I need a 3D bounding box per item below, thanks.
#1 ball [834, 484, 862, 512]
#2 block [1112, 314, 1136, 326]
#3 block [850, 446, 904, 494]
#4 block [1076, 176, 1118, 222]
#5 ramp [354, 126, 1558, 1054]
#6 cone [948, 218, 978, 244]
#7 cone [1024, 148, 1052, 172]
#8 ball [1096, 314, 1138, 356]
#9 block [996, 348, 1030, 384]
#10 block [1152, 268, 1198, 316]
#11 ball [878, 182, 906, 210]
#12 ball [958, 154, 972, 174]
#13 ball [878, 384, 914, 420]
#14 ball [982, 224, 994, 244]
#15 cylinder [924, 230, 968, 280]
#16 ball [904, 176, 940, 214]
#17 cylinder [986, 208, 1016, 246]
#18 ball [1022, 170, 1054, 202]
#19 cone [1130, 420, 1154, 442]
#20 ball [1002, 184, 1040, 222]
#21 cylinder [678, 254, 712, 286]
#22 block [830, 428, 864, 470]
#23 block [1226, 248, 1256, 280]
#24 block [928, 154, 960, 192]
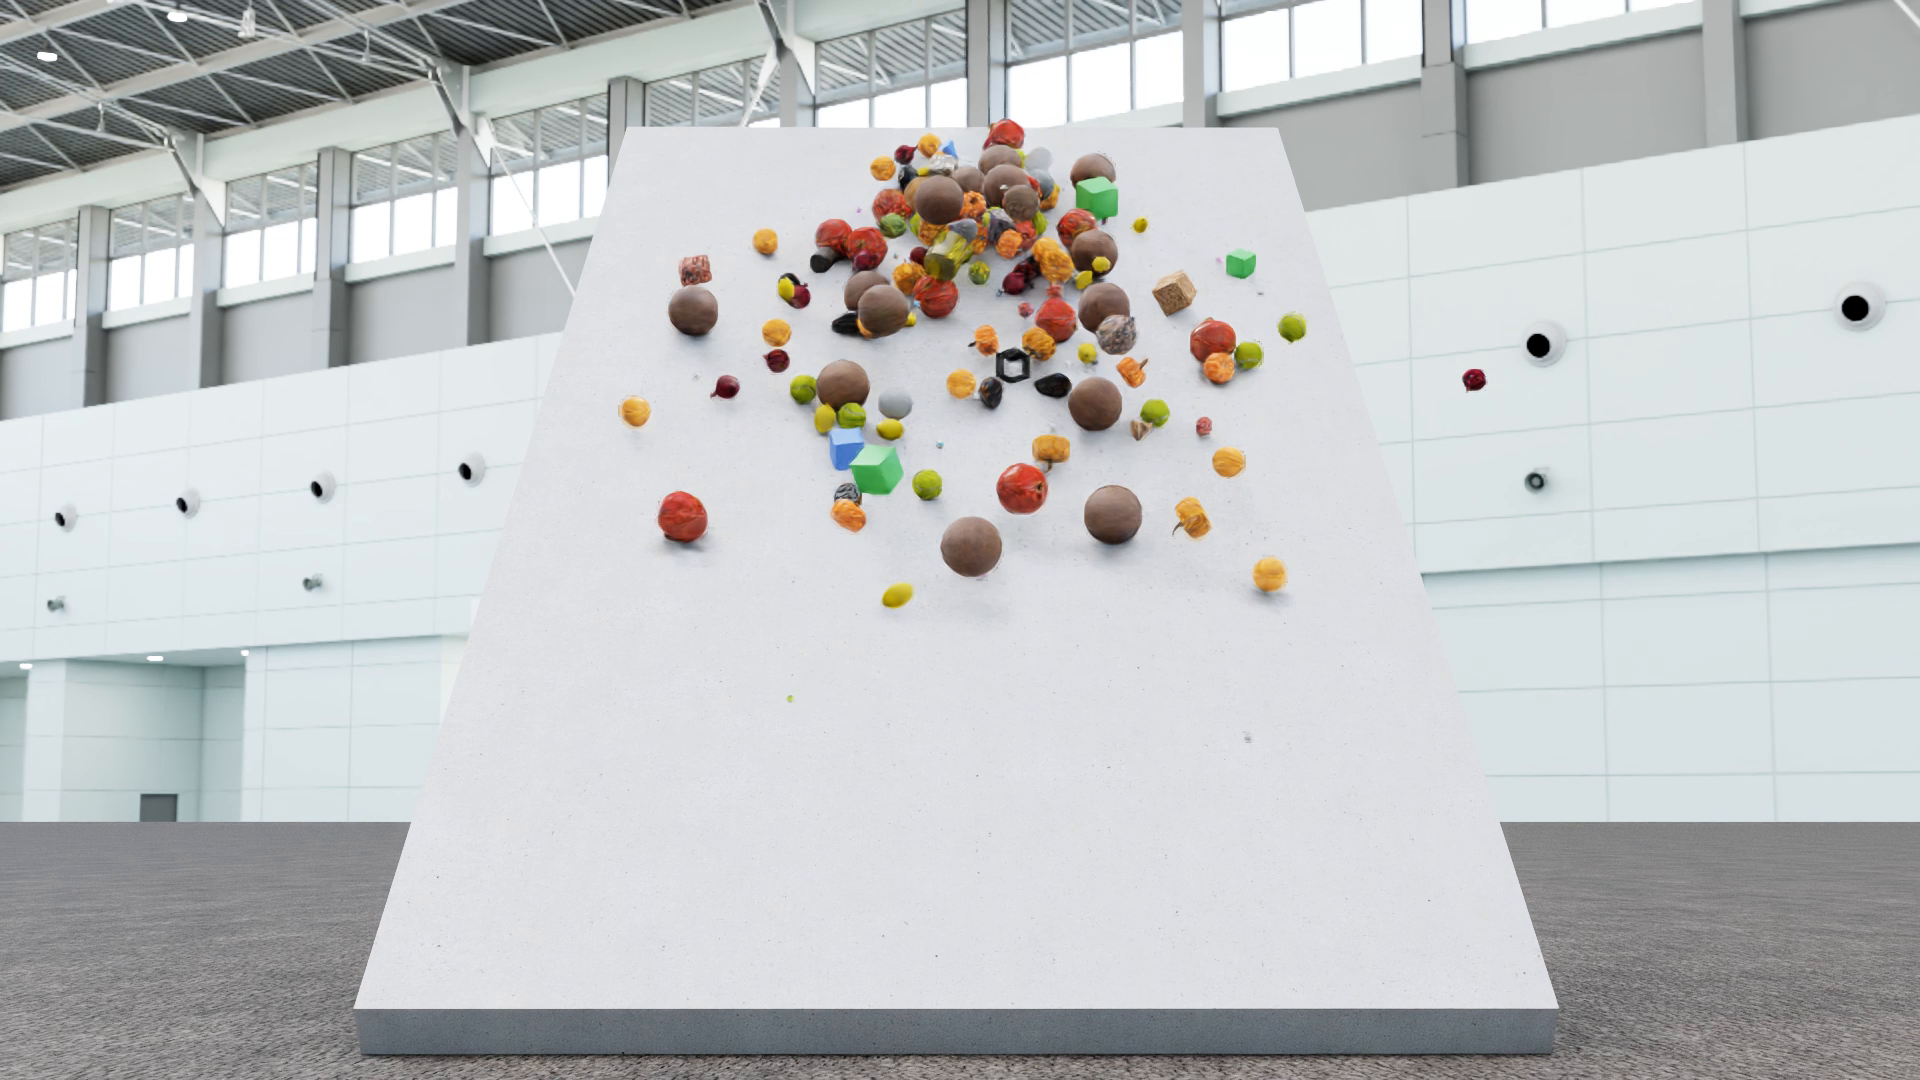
[{"bbox_3d":[-0.250,-0.094,5.423,0.066,0.066,0.066,0,-6,0],"label":"ball"},{"bbox_3d":[0.408,-0.530,6.163,0.061,0.061,0.061,8,32,15],"label":"block"},{"bbox_3d":[-0.184,-0.156,5.389,0.077,0.077,0.077,2,37,30],"label":"block"},{"bbox_3d":[0.388,-0.965,6.867,0.087,0.087,0.087,-16,36,-23],"label":"block"},{"bbox_3d":[-0.014,-0.203,5.771,2.000,0.100,4.000,0,31,0],"label":"ramp"},{"bbox_3d":[-0.008,-0.816,6.351,0.077,0.077,0.077,-5,-14,37],"label":"cone"},{"bbox_3d":[0.238,-1.070,6.974,0.085,0.085,0.085,-2,-20,19],"label":"cone"},{"bbox_3d":[0.360,-0.470,5.567,0.094,0.094,0.094,0,-6,0],"label":"ball"},{"bbox_3d":[0.130,-0.431,5.997,0.060,0.060,0.060,-21,37,-32],"label":"block"},{"bbox_3d":[0.558,-0.643,6.310,0.076,0.076,0.076,-22,22,31],"label":"block"},{"bbox_3d":[-0.191,-0.975,6.889,0.082,0.082,0.082,0,-6,0],"label":"ball"},{"bbox_3d":[0.006,-1.104,7.128,0.059,0.059,0.059,0,-6,0],"label":"ball"},{"bbox_3d":[-0.153,-0.325,5.752,0.085,0.085,0.085,0,-6,0],"label":"ball"},{"bbox_3d":[0.090,-0.845,6.693,0.060,0.060,0.060,0,-6,0],"label":"ball"},{"bbox_3d":[-0.036,-0.729,6.230,0.091,0.091,0.091,15,-40,13],"label":"cylinder"},{"bbox_3d":[-0.100,-0.922,6.487,0.098,0.098,0.098,0,-6,0],"label":"ball"},{"bbox_3d":[0.111,-0.825,6.392,0.072,0.072,0.072,8,32,-5],"label":"cylinder"},{"bbox_3d":[0.219,-0.996,6.822,0.091,0.091,0.091,0,-6,0],"label":"ball"},{"bbox_3d":[0.432,-0.263,5.664,0.052,0.052,0.052,-20,0,-20],"label":"cone"},{"bbox_3d":[0.156,-0.859,6.190,0.096,0.096,0.096,0,-6,0],"label":"ball"},{"bbox_3d":[-0.666,-0.677,6.092,0.070,0.070,0.070,-9,-7,4],"label":"cylinder"},{"bbox_3d":[-0.260,-0.210,5.615,0.069,0.069,0.069,-6,31,-11],"label":"block"},{"bbox_3d":[0.756,-0.744,6.532,0.056,0.056,0.056,23,38,33],"label":"block"},{"bbox_3d":[-0.047,-1.063,7.027,0.076,0.076,0.076,5,-47,10],"label":"block"}]
